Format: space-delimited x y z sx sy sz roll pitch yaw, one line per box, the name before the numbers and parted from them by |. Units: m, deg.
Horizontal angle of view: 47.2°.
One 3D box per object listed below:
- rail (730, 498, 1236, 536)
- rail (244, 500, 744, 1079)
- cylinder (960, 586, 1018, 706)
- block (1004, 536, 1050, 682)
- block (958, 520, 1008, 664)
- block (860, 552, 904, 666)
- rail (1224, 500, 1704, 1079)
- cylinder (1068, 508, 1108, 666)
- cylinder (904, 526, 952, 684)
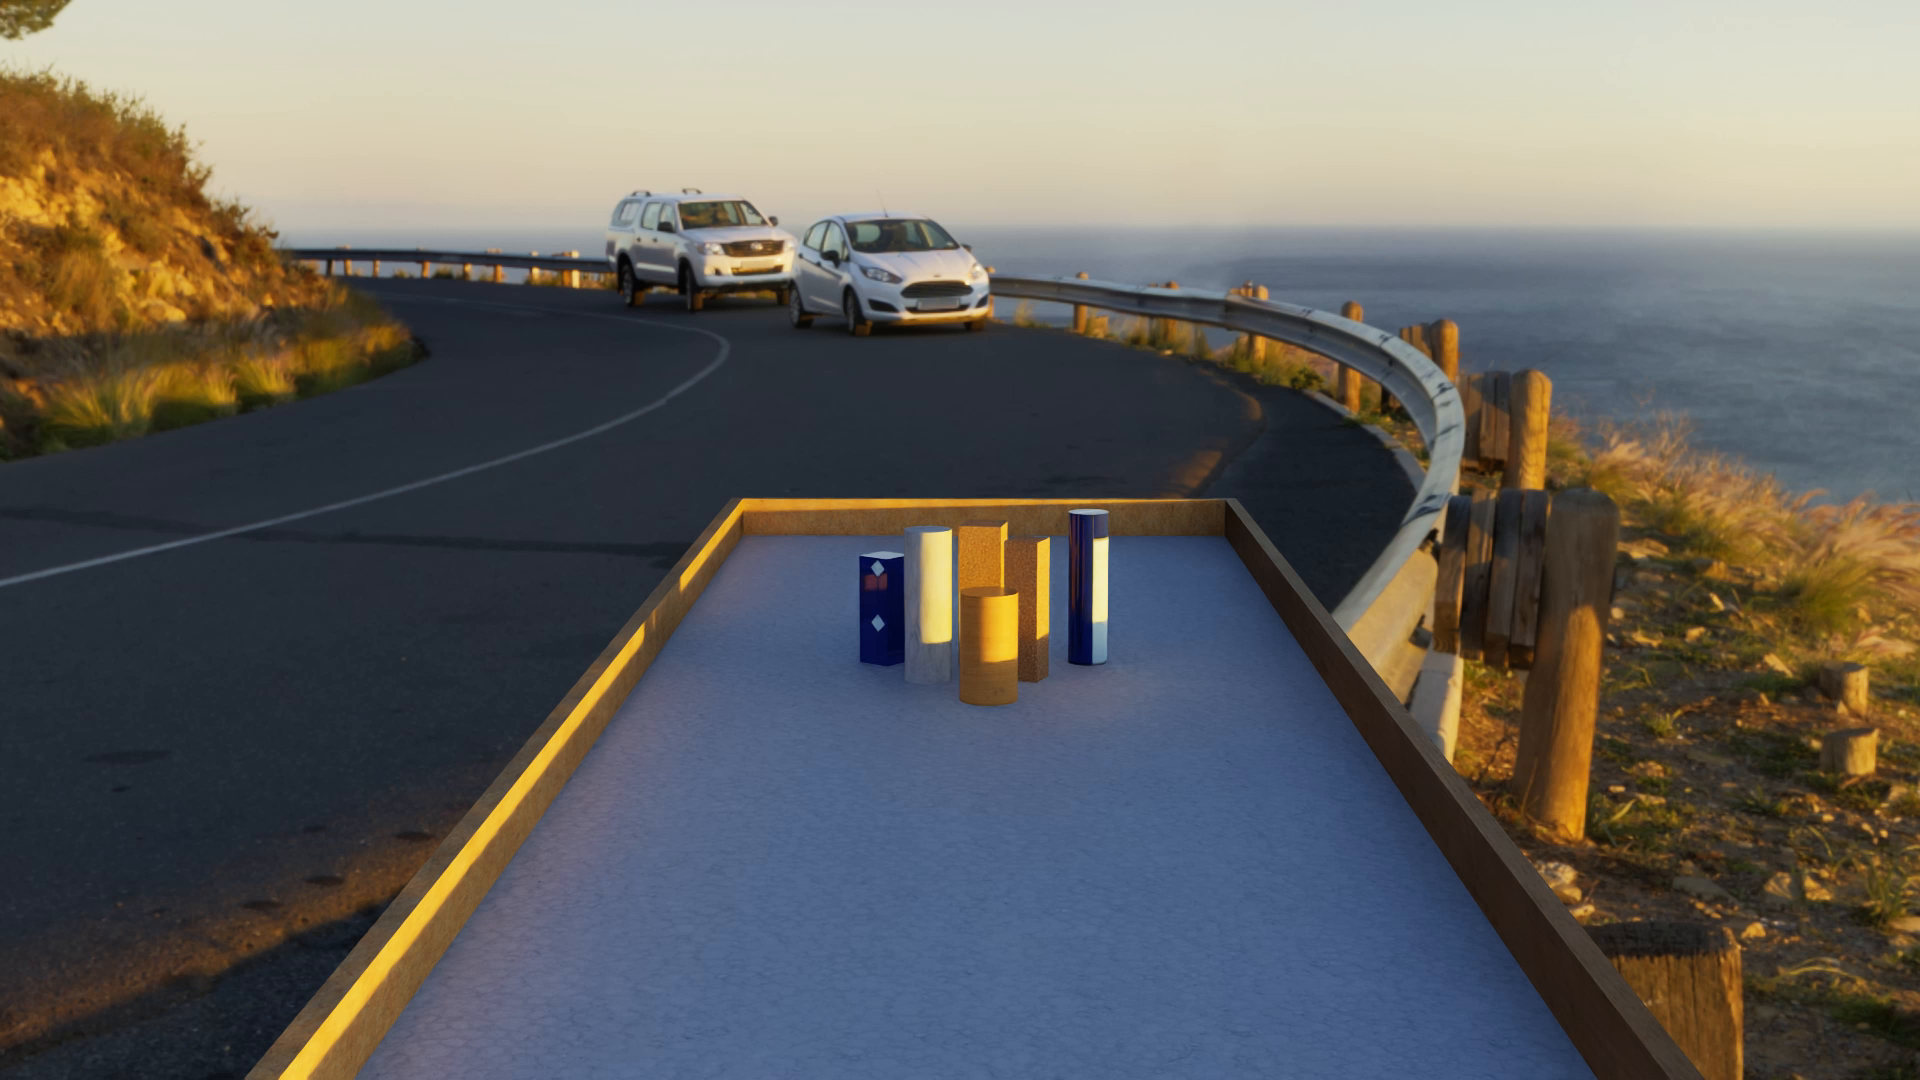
rail | 0.099 -0.098 9.147 2.100 0.150 0.050 0 9 1
rail | -1.004 0.839 3.234 0.050 0.150 12.000 0 9 1
cylinder | 0.081 0.296 6.161 0.165 0.307 0.165 0 9 0
block | 0.194 0.201 6.423 0.103 0.412 0.103 4 10 22
block | 0.072 0.159 6.656 0.129 0.423 0.129 2 9 11
block | -0.227 0.207 6.660 0.109 0.327 0.109 7 11 38
rail | 1.046 0.843 3.208 0.050 0.150 12.000 0 9 1
cylinder | 0.387 0.142 6.642 0.120 0.460 0.120 0 9 0
cylinder | -0.093 0.188 6.409 0.139 0.444 0.139 0 9 0
